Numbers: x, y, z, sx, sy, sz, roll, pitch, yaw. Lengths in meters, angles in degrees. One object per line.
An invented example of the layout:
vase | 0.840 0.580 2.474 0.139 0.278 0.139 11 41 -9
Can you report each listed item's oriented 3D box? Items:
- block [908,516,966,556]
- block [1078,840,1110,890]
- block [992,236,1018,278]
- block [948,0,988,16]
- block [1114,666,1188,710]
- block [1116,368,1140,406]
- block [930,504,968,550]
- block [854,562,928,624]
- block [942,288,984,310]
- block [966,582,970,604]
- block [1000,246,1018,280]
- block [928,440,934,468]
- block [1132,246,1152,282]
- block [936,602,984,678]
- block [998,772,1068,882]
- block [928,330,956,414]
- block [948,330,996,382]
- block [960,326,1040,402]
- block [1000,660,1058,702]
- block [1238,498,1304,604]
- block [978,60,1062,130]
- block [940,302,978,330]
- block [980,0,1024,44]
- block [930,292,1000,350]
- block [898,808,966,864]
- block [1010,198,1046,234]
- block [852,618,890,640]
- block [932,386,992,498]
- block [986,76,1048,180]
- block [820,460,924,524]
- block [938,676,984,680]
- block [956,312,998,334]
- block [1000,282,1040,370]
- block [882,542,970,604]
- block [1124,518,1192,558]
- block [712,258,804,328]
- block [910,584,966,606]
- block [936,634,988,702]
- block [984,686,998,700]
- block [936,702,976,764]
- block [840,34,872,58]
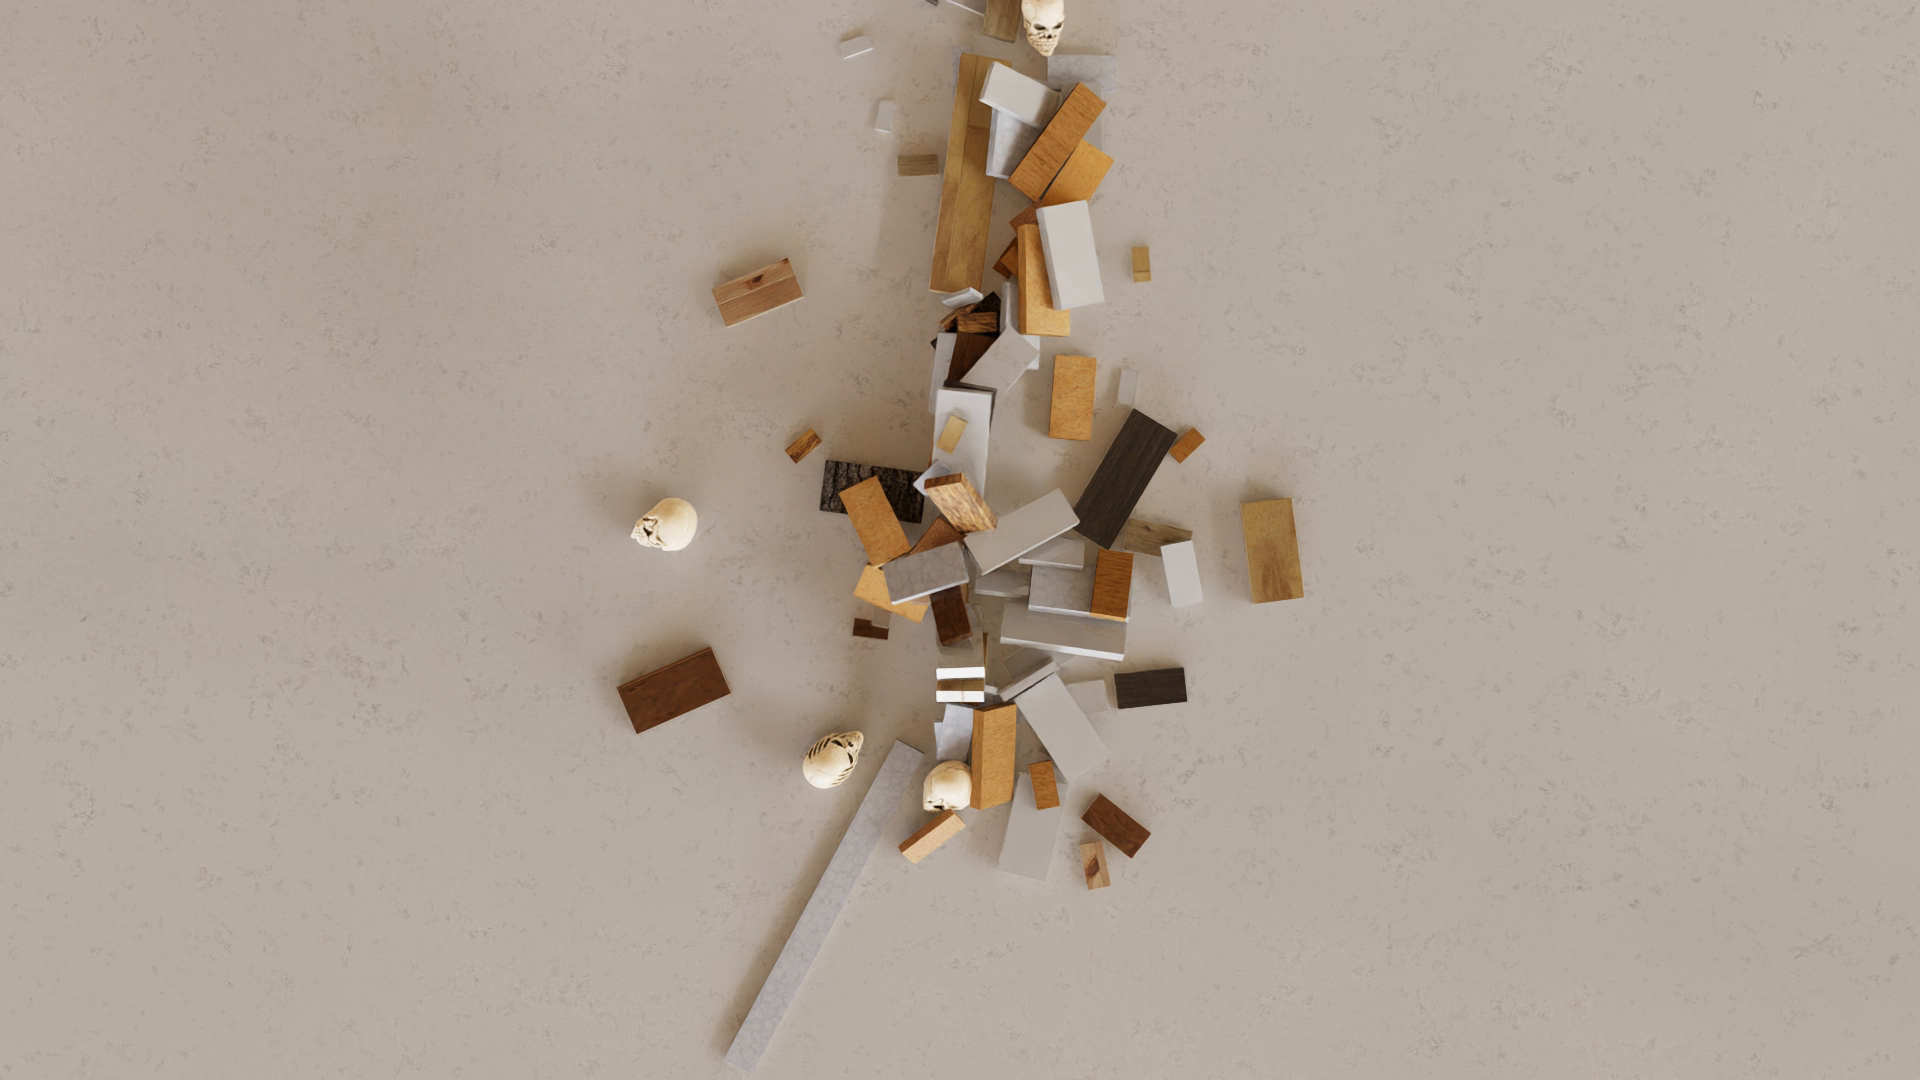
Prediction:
block | -0.094 0.048 5.422 0.121 0.034 0.241 37 108 -8
block | 0.449 1.081 5.489 0.076 0.022 0.152 -12 90 0
block | 0.172 -0.939 5.491 0.064 0.018 0.128 36 90 0
block | 0.032 -1.803 5.491 0.134 0.019 0.067 23 90 0
block | 0.633 0.491 5.484 0.231 0.033 0.116 -6 90 0
block | 0.559 -0.507 5.492 0.058 0.016 0.116 10 90 0
block | -0.018 -0.195 5.380 0.121 0.034 0.474 7 107 3
block | -0.218 0.173 5.439 0.241 0.034 0.121 23 109 -3
block | 0.007 -0.796 5.433 0.128 0.064 0.018 -12 64 41
block | -0.002 0.175 5.469 0.062 0.017 0.123 -2 68 0
block | 0.198 -0.905 5.475 0.130 0.018 0.065 44 88 -13
block | -0.023 -0.310 5.385 0.132 0.037 0.318 11 107 0
block | 0.603 -0.917 5.492 0.057 0.016 0.114 -4 90 0
block | -0.001 0.322 5.321 0.149 0.299 0.042 -2 130 0
block | 0.242 0.952 5.477 0.164 0.046 0.328 14 90 0
block | -0.021 -0.545 5.444 0.135 0.038 0.270 8 106 0
block | 0.029 -0.539 5.380 0.132 0.037 0.265 13 95 0
block | 0.122 -0.548 5.319 0.132 0.037 0.265 41 81 -2
block | 0.225 0.460 5.415 0.209 0.104 0.030 -32 90 0
block | 1.034 0.036 5.476 0.167 0.047 0.334 -7 90 0
block | 0.198 -1.449 5.396 0.259 0.037 0.130 19 84 -25
block | -0.007 -0.747 5.467 0.128 0.064 0.018 -38 116 0
block | 0.150 -1.778 5.473 0.116 0.033 0.231 12 90 -11
block | 0.049 -0.688 5.481 0.270 0.038 0.135 -39 90 0
block | -0.092 0.978 5.448 0.214 0.107 0.030 -37 52 0
block | 0.231 -1.064 5.462 0.130 0.018 0.065 -34 90 27
block | -0.296 0.296 5.492 0.117 0.017 0.059 7 90 0
block | 0.003 -0.309 5.233 0.169 0.048 0.338 6 107 5
block | 0.187 -1.360 5.441 0.168 0.048 0.336 6 90 -26
block | -0.287 -0.160 5.476 0.339 0.048 0.170 7 90 0
block | -0.001 0.334 5.373 0.149 0.299 0.042 -3 130 0
block | 0.056 -0.716 5.438 0.130 0.018 0.065 -4 94 -11
block | 0.198 -0.704 5.441 0.135 0.038 0.270 4 88 -30
block | -0.112 0.107 5.345 0.263 0.037 0.131 -17 73 11
block | 0.658 0.001 5.485 0.211 0.030 0.105 12 90 0
block | -0.672 -0.819 5.481 0.275 0.039 0.137 -22 90 0
block | -0.070 0.168 5.393 0.179 0.025 0.090 3 106 3
block | 0.010 0.411 5.360 0.149 0.299 0.042 0 125 4
block | 0.065 0.497 5.401 0.077 0.153 0.022 14 74 -10
block | -0.012 0.629 5.383 0.099 0.028 0.197 11 106 -1
block | -0.346 -1.645 5.493 0.100 0.014 0.050 -20 90 0
